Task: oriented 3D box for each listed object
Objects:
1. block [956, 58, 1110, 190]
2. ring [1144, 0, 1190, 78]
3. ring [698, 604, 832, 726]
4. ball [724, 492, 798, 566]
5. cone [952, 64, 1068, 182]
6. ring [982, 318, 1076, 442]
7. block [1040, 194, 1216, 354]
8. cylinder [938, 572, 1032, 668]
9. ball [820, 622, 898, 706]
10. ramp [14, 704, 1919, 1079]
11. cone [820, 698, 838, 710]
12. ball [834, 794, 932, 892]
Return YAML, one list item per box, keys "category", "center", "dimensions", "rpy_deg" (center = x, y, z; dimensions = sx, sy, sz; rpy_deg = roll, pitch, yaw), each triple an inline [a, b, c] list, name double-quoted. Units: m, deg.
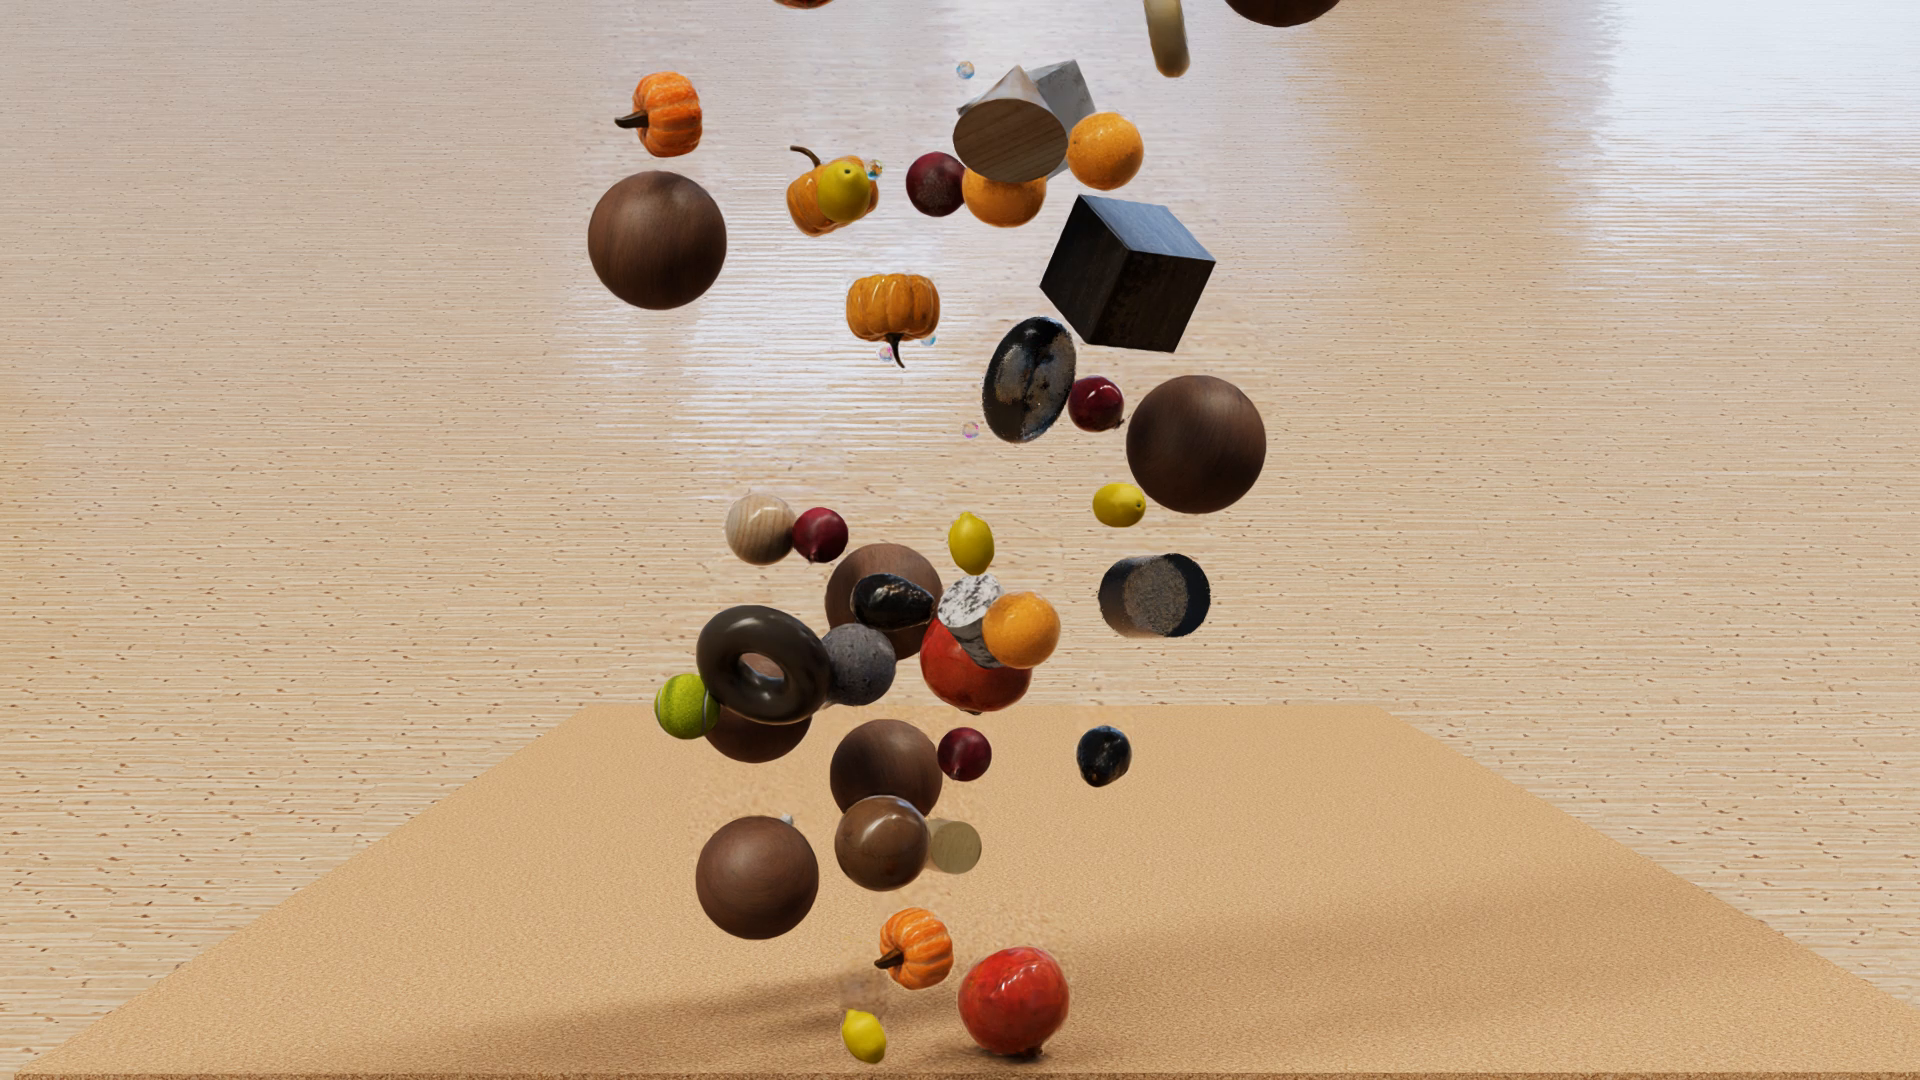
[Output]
- category: "block"
  center: [0.074, -0.417, 2.593]
  dimensions: [0.092, 0.092, 0.092]
  rpy_deg: [-34, 19, -32]
- category: "ring"
  center: [0.177, -0.441, 2.212]
  dimensions: [0.030, 0.090, 0.090]
  rpy_deg: [-10, 24, 8]
- category: "ring"
  center: [-0.202, 0.129, 2.657]
  dimensions: [0.148, 0.148, 0.049]
  rpy_deg: [8, 40, 15]
- category: "ball"
  center: [-0.210, -0.011, 2.732]
  dimensions: [0.078, 0.078, 0.078]
  rpy_deg: [0, 25, 0]
- category: "cone"
  center: [0.045, -0.361, 2.126]
  dimensions: [0.094, 0.094, 0.094]
  rpy_deg: [2, 53, 5]
- category: "ring"
  center: [0.061, -0.140, 2.261]
  dimensions: [0.039, 0.116, 0.116]
  rpy_deg: [23, 33, 29]
- category: "block"
  center: [0.143, -0.228, 2.215]
  dimensions: [0.093, 0.093, 0.093]
  rpy_deg: [3, 35, -33]
- category: "cylinder"
  center: [0.023, 0.075, 2.409]
  dimensions: [0.065, 0.065, 0.065]
  rpy_deg: [-22, 40, 20]
- category: "ball"
  center: [-0.110, 0.130, 2.695]
  dimensions: [0.088, 0.088, 0.088]
  rpy_deg: [0, 25, 0]
- category: "ramp"
  center: [0.058, 0.525, 4.563]
  dimensions: [2.000, 0.100, 4.000]
  rpy_deg: [0, 2, 0]
- category: "cone"
  center: [-0.145, 0.168, 2.805]
  dimensions: [0.061, 0.061, 0.061]
  rpy_deg: [6, 51, -7]
- category: "ball"
  center: [-0.076, 0.298, 2.539]
  dimensions: [0.096, 0.096, 0.096]
  rpy_deg: [0, 25, 0]
